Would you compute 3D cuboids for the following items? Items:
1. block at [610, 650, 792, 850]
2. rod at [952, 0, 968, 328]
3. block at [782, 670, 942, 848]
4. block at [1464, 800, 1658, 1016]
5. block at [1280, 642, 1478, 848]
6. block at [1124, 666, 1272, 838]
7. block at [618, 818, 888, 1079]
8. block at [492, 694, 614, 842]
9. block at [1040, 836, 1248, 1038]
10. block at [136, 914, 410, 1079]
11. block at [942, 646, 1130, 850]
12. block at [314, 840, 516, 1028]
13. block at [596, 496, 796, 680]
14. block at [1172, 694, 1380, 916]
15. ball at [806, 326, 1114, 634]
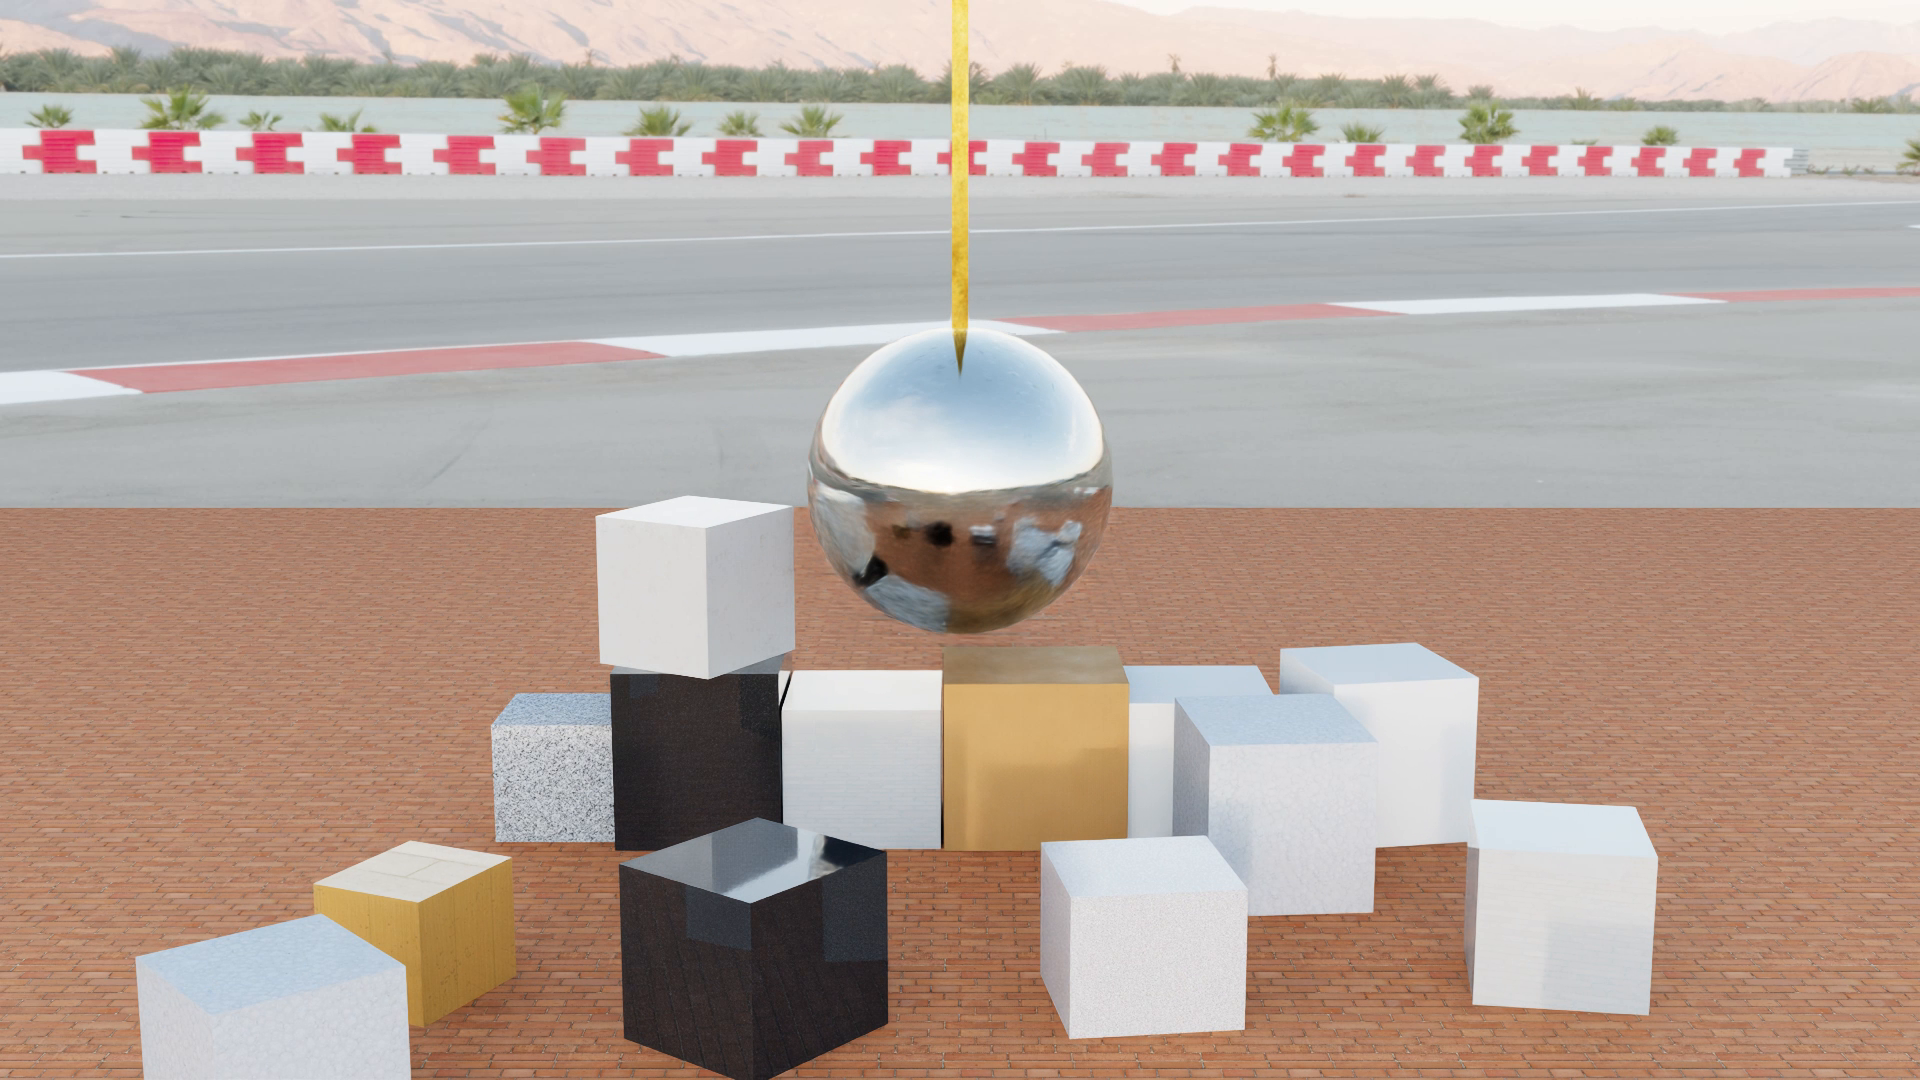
[{"bbox_3d":[-1.311,1.031,11.350,0.832,0.910,0.861,0,10,0],"label":"block"},{"bbox_3d":[0.000,-3.620,10.652,0.080,5.200,0.080,0,13,0],"label":"rod"},{"bbox_3d":[-0.491,1.124,11.378,0.787,0.718,0.825,0,10,0],"label":"block"},{"bbox_3d":[2.513,1.532,9.273,0.698,0.668,0.693,2,10,9],"label":"block"},{"bbox_3d":[2.145,1.052,11.393,0.761,0.853,0.798,-2,10,-11],"label":"block"},{"bbox_3d":[1.210,1.109,11.375,0.741,0.749,0.795,0,10,0],"label":"block"},{"bbox_3d":[-0.810,1.606,8.717,0.716,0.722,0.771,8,13,38],"label":"block"},{"bbox_3d":[-2.044,1.172,11.408,0.616,0.612,0.651,0,10,0],"label":"block"},{"bbox_3d":[0.740,1.617,9.036,0.711,0.586,0.695,-1,10,-7],"label":"block"},{"bbox_3d":[-2.441,1.806,7.836,0.697,0.642,0.697,-9,13,-39],"label":"block"},{"bbox_3d":[0.373,1.060,11.340,0.917,0.858,0.821,0,10,-1],"label":"block"},{"bbox_3d":[-2.260,1.626,9.154,0.532,0.525,0.616,5,11,24],"label":"block"},{"bbox_3d":[-1.332,0.223,11.152,0.676,0.750,0.746,6,12,30],"label":"block"},{"bbox_3d":[1.479,1.243,10.466,0.778,0.810,0.895,-1,10,-5],"label":"block"},{"bbox_3d":[0.000,-0.309,11.423,1.600,1.600,1.600,0,10,0],"label":"ball"}]
